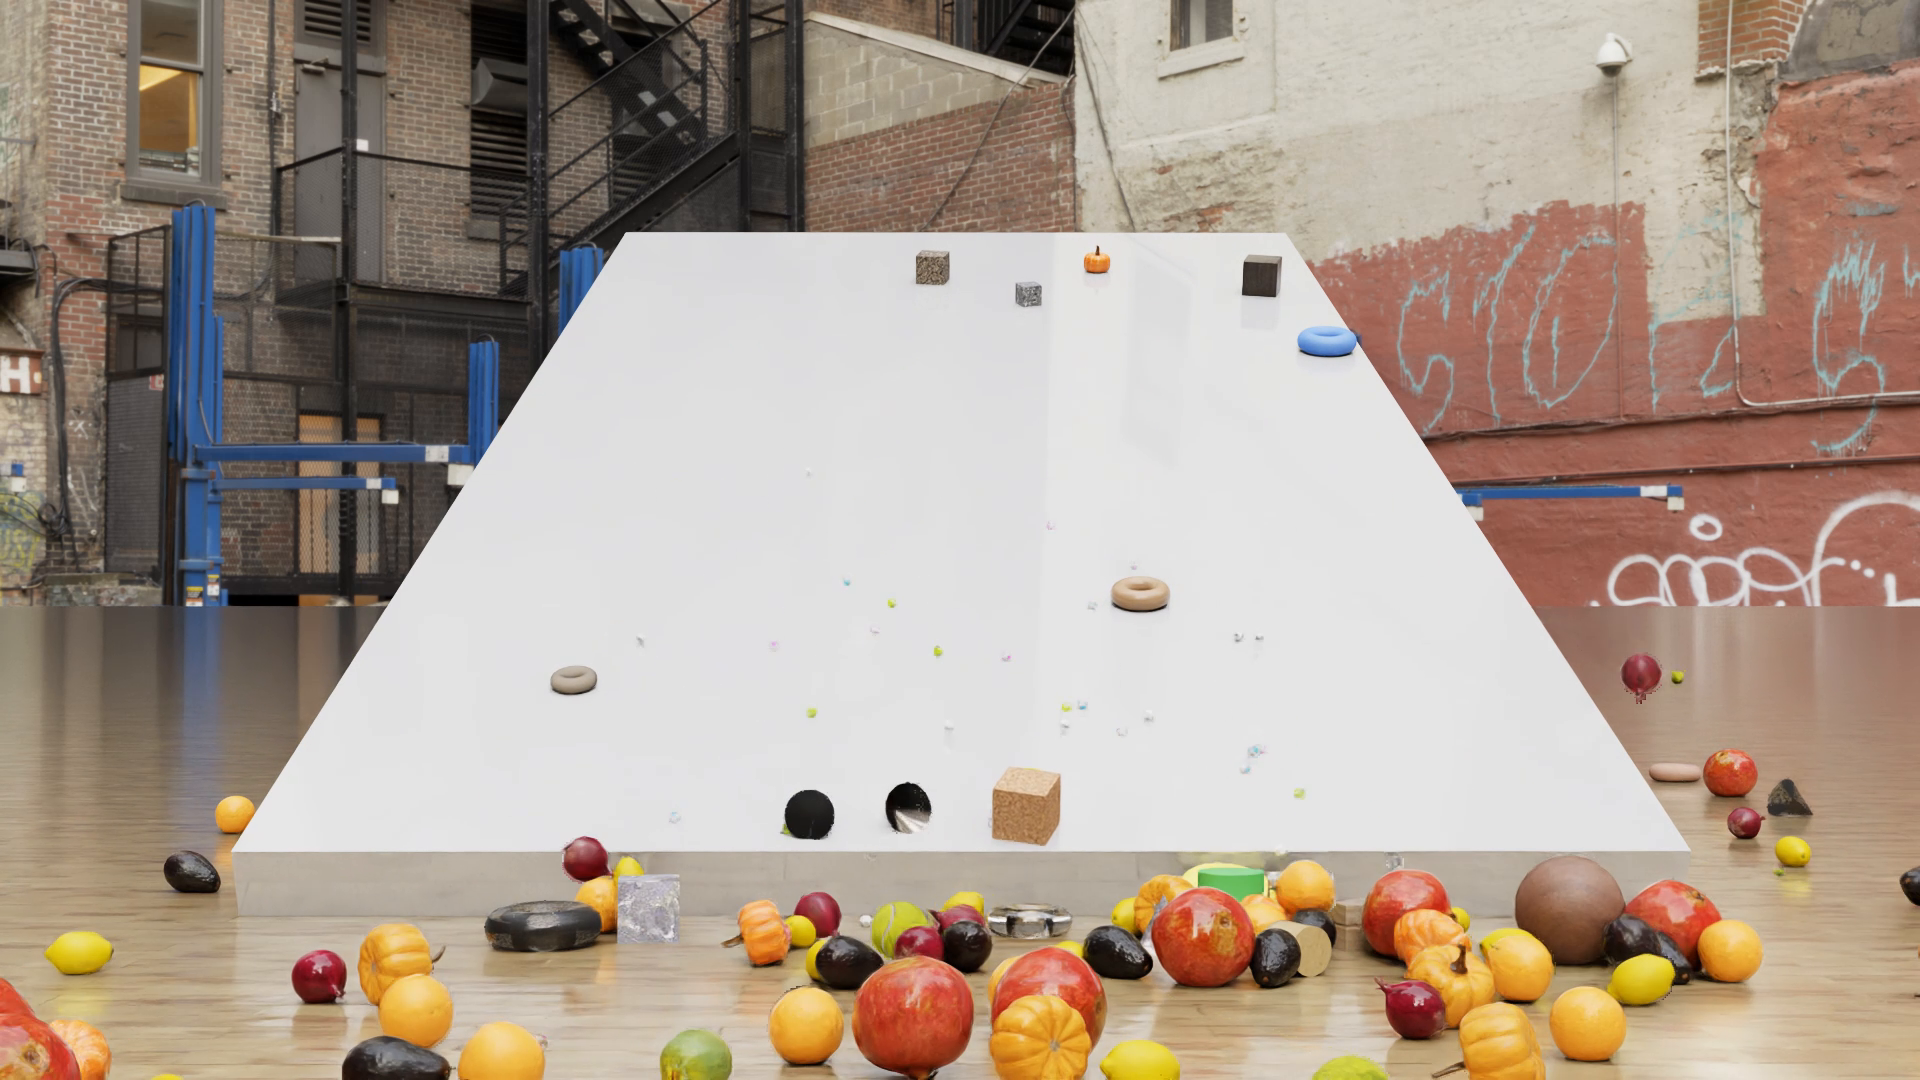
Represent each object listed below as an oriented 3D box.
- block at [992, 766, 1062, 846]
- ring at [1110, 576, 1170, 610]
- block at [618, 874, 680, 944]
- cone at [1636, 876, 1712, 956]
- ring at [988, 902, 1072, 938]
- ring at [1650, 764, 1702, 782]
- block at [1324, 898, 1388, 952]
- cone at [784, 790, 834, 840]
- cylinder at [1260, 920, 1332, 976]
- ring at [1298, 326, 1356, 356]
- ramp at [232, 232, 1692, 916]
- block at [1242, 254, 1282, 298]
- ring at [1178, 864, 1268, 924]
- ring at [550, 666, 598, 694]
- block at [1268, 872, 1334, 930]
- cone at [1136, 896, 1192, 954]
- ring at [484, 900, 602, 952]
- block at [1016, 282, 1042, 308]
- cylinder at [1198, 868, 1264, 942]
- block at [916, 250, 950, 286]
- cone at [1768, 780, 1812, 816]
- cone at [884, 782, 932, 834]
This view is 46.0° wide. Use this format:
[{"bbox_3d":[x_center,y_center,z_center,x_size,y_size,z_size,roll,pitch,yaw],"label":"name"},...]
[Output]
[{"bbox_3d":[0.093,0.370,3.146,0.076,0.076,0.076,7,21,17],"label":"block"},{"bbox_3d":[0.317,0.094,3.973,0.106,0.035,0.106,-1,20,0],"label":"ring"},{"bbox_3d":[-0.401,0.476,2.920,0.078,0.078,0.078,0,-2,-7],"label":"block"},{"bbox_3d":[0.893,0.466,2.833,0.092,0.092,0.092,0,-2,0],"label":"cone"},{"bbox_3d":[0.091,0.498,2.961,0.112,0.037,0.112,0,-3,0],"label":"ring"},{"bbox_3d":[1.729,0.562,5.473,0.122,0.041,0.122,1,-2,0],"label":"ring"},{"bbox_3d":[0.498,0.484,2.847,0.057,0.057,0.057,0,-2,-18],"label":"block"},{"bbox_3d":[-0.206,0.385,3.169,0.071,0.071,0.071,0,-7,4],"label":"cone"},{"bbox_3d":[0.394,0.478,2.655,0.059,0.059,0.059,1,1,-31],"label":"cylinder"},{"bbox_3d":[0.903,-0.490,5.573,0.145,0.048,0.145,-1,21,0],"label":"ring"},{"bbox_3d":[-0.005,-0.205,4.999,2.000,0.100,4.000,0,20,0],"label":"ramp"},{"bbox_3d":[0.818,-0.716,6.134,0.093,0.093,0.093,5,20,14],"label":"block"},{"bbox_3d":[0.362,0.480,3.052,0.138,0.046,0.138,6,19,-2],"label":"ring"},{"bbox_3d":[-0.618,0.223,3.624,0.075,0.025,0.075,-1,20,0],"label":"ring"},{"bbox_3d":[0.440,0.474,2.924,0.081,0.081,0.081,0,-2,10],"label":"block"},{"bbox_3d":[0.255,0.477,2.826,0.071,0.071,0.071,0,-2,0],"label":"cone"},{"bbox_3d":[-0.528,0.489,2.871,0.147,0.049,0.147,-1,0,0],"label":"ring"},{"bbox_3d":[0.182,-0.653,6.013,0.054,0.054,0.054,-7,21,-19],"label":"block"},{"bbox_3d":[0.351,0.472,2.930,0.086,0.086,0.086,0,-2,0],"label":"cylinder"},{"bbox_3d":[-0.075,-0.752,6.252,0.079,0.079,0.079,4,20,11],"label":"block"},{"bbox_3d":[1.701,0.540,4.600,0.082,0.082,0.082,27,-6,-9],"label":"cone"},{"bbox_3d":[-0.089,0.380,3.182,0.072,0.072,0.072,1,-10,-29],"label":"cone"}]
